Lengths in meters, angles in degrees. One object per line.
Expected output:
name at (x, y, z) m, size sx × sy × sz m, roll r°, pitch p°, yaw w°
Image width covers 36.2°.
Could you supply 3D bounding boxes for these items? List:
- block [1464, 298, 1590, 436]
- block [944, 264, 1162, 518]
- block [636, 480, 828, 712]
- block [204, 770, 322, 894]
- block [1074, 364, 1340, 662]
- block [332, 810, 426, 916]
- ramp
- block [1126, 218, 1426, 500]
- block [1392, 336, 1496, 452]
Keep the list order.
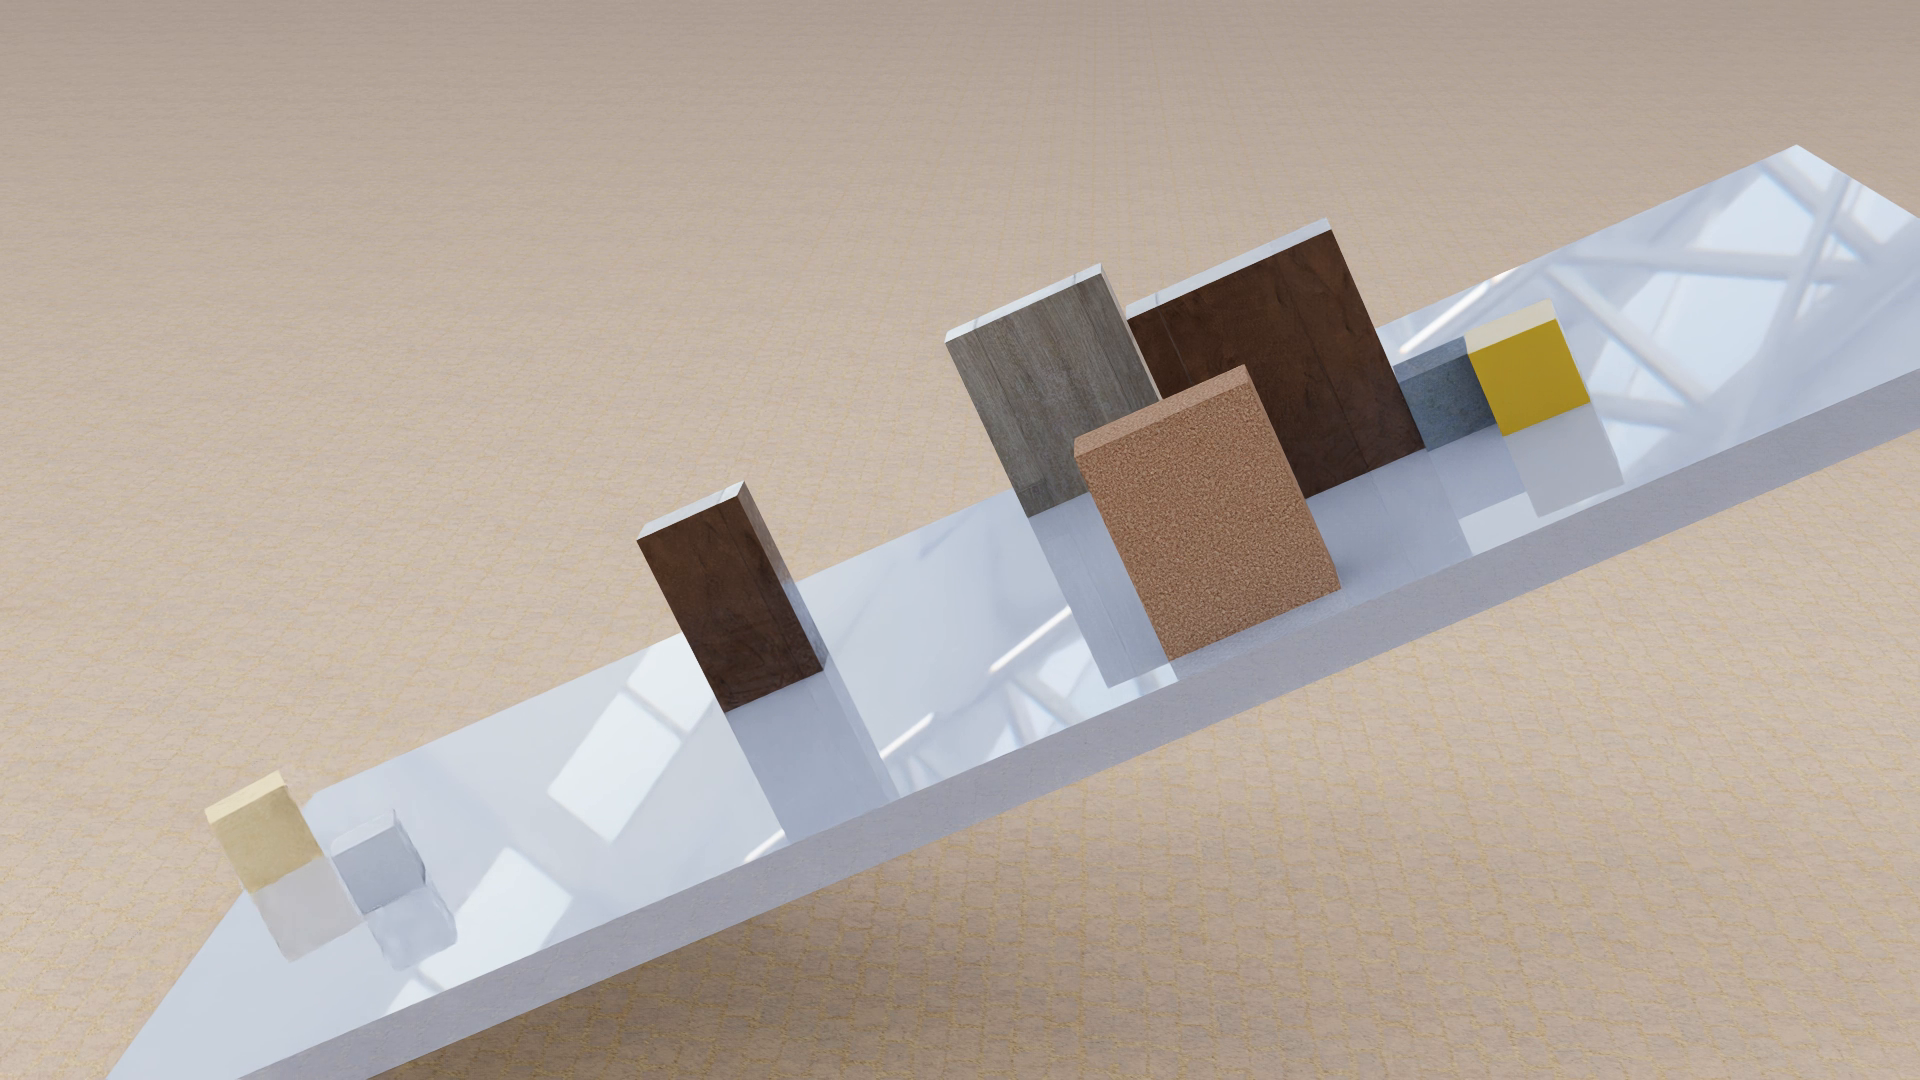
block at (1.120, -0.342, 5.812) m, size 0.181 × 0.181 × 0.181 m, roll -22°, pitch 13°, yaw 14°
block at (0.243, -0.348, 6.858) m, size 0.394 × 0.460 × 0.129 m, roll -24°, pitch 13°, yaw 9°
block at (-0.496, 0.125, 6.453) m, size 0.244 × 0.432 × 0.133 m, roll -24°, pitch 13°, yaw 9°
block at (-1.641, 0.688, 6.931) m, size 0.192 × 0.192 × 0.192 m, roll -29°, pitch 13°, yaw -13°
block at (0.451, -0.050, 5.381) m, size 0.340 × 0.422 × 0.149 m, roll -24°, pitch 13°, yaw 9°
block at (-1.241, 0.688, 6.282) m, size 0.146 × 0.146 × 0.146 m, roll -27°, pitch 13°, yaw -5°
ramp at (0.134, 0.169, 6.283) m, size 4.000 × 0.100 × 2.000 m, roll -24°, pitch 13°, yaw 9°
block at (0.641, -0.334, 5.991) m, size 0.444 × 0.489 × 0.146 m, roll -24°, pitch 13°, yaw 9°
block at (0.982, -0.296, 5.948) m, size 0.155 × 0.155 × 0.155 m, roll -23°, pitch 13°, yaw 10°
